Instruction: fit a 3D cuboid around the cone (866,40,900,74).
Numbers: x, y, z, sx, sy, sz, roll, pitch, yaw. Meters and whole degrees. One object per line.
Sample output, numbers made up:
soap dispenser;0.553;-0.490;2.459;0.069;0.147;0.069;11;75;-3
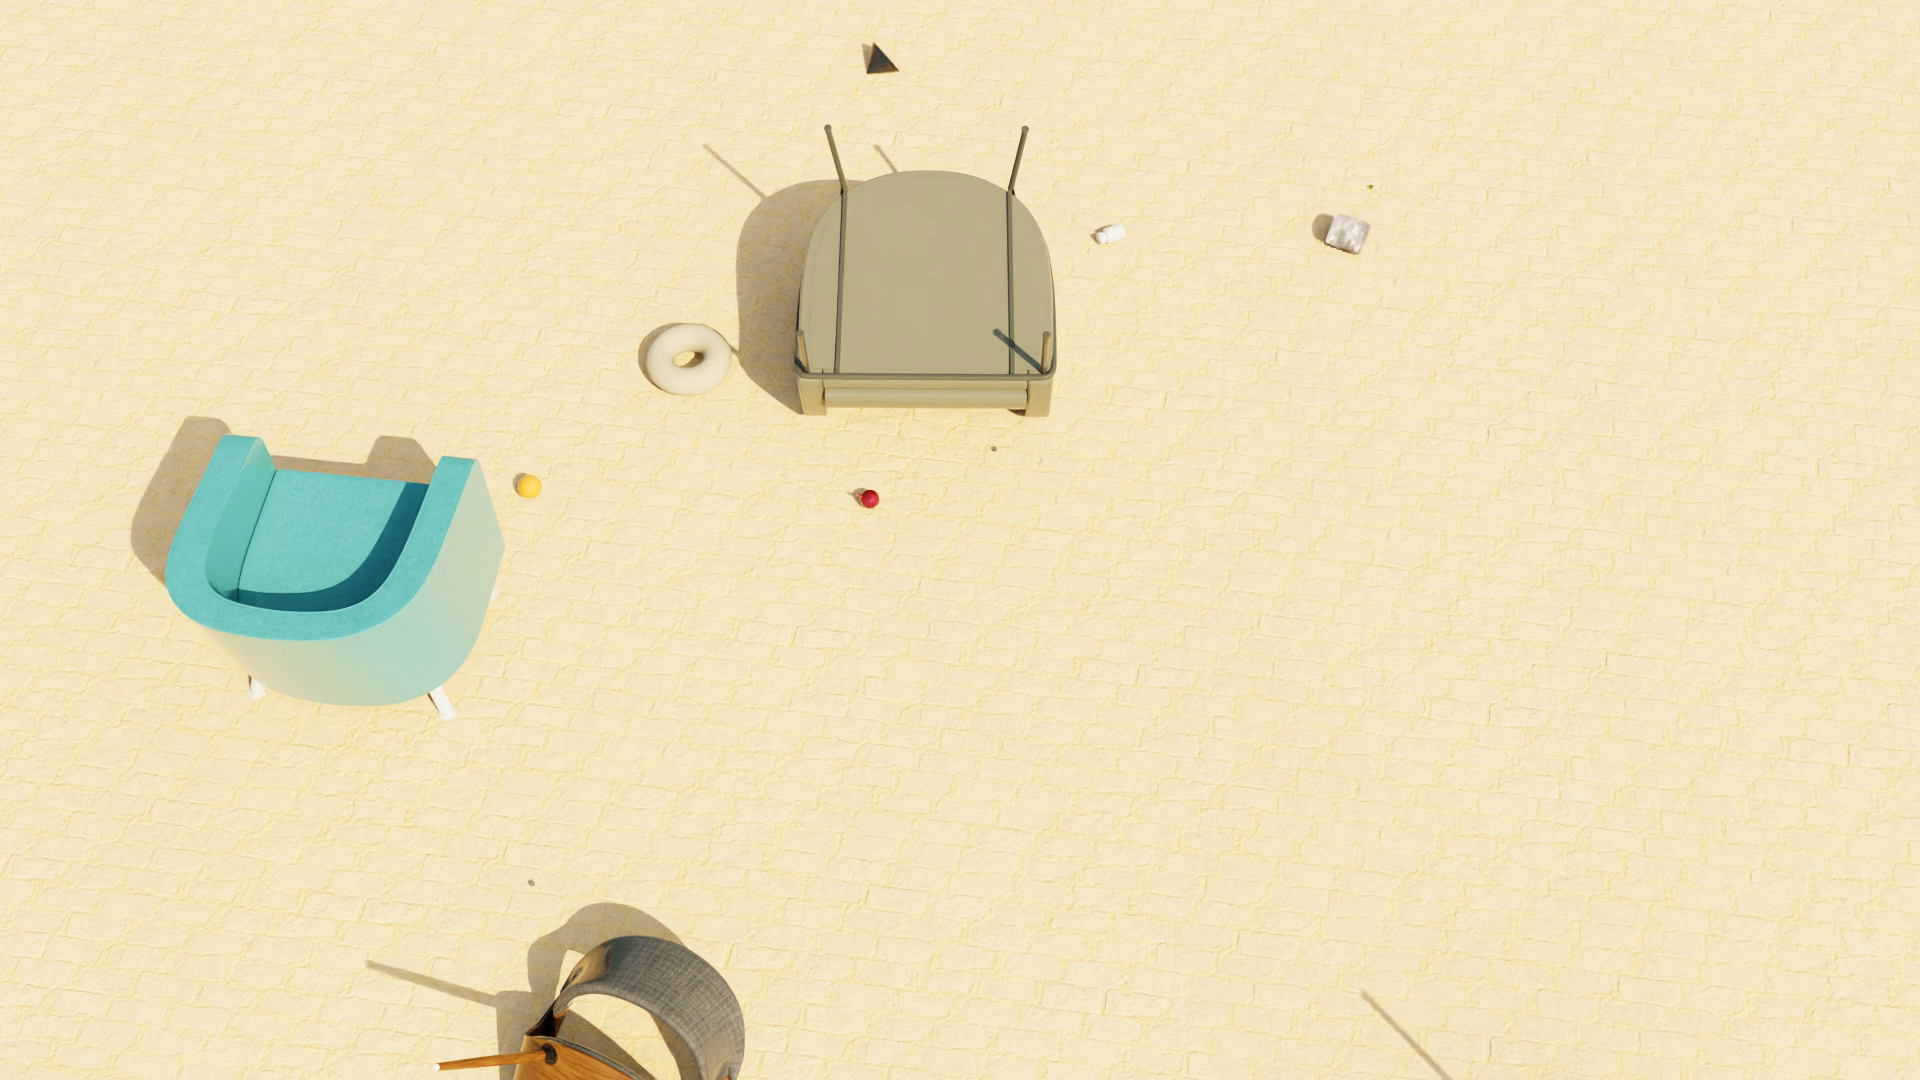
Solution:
cone;-0.292;-1.654;7.658;0.095;0.094;0.162;-41;65;6

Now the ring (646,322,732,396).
ring;-0.851;-0.567;6.900;0.272;0.092;0.264;1;57;2

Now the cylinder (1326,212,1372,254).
cylinder;1.273;-1.004;7.199;0.111;0.080;0.121;22;63;14
